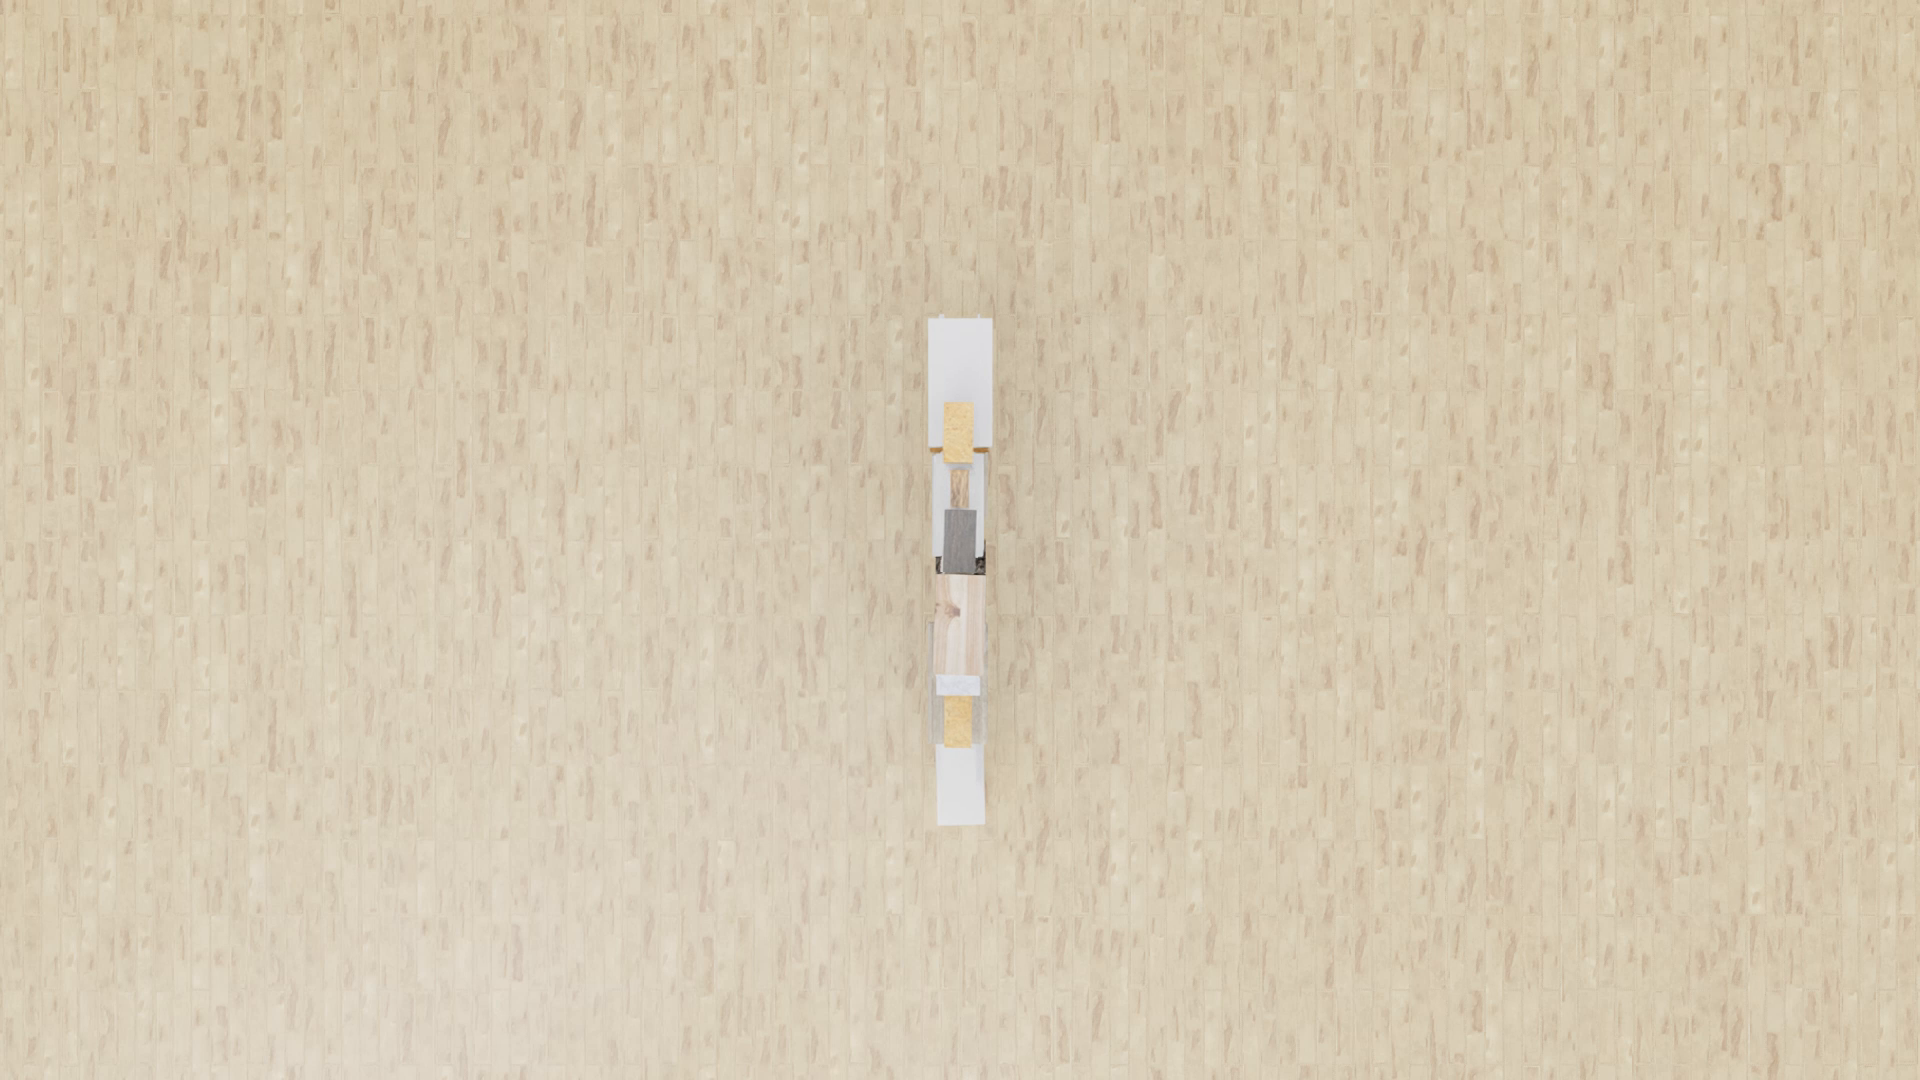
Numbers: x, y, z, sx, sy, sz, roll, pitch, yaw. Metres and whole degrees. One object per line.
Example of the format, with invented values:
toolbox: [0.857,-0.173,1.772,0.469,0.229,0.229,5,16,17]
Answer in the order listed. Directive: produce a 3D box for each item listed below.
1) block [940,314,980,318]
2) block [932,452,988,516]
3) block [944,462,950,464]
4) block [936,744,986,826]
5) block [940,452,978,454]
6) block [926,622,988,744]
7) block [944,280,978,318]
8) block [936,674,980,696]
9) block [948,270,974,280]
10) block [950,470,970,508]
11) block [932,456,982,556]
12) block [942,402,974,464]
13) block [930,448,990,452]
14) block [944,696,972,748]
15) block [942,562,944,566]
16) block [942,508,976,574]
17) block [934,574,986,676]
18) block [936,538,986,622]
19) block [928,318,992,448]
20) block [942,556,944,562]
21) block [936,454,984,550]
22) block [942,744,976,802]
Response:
block: [-0.001,-0.567,5.095,0.127,0.036,0.255,0,90,0]
block: [0.001,-0.249,5.128,0.174,0.049,0.347,0,90,0]
block: [-0.004,-0.206,4.103,0.072,0.277,0.020,-1,89,0]
block: [0.001,0.720,5.026,0.145,0.041,0.290,-1,90,0]
block: [-0.002,-0.320,4.856,0.116,0.033,0.231,1,90,0]
block: [-0.007,0.393,4.534,0.166,0.047,0.331,0,90,0]
block: [0.003,-0.665,4.865,0.099,0.028,0.198,0,90,0]
block: [-0.004,0.289,4.272,0.112,0.032,0.223,0,90,0]
block: [0.003,-0.783,5.321,0.084,0.024,0.167,0,90,0]
block: [-0.001,-0.128,4.140,0.047,0.013,0.094,0,90,0]
block: [-0.006,-0.093,4.542,0.139,0.039,0.277,0,90,0]
block: [-0.004,-0.257,3.954,0.072,0.020,0.144,1,90,0]
block: [-0.001,-0.400,4.496,0.160,0.045,0.320,0,90,0]
block: [-0.005,0.477,4.357,0.072,0.020,0.143,0,90,1]
block: [-0.002,0.057,4.216,0.080,0.269,0.023,2,90,0]
block: [0.000,0.004,4.070,0.080,0.023,0.159,2,90,0]
block: [-0.001,0.205,3.996,0.121,0.034,0.242,2,90,0]
block: [0.001,0.145,4.911,0.149,0.042,0.299,0,90,0]
block: [0.001,-0.392,4.131,0.160,0.045,0.320,0,90,0]
block: [-0.009,0.101,4.361,0.075,0.021,0.150,2,89,0]
block: [-0.001,-0.100,4.259,0.123,0.035,0.247,0,90,0]
block: [-0.003,0.662,4.794,0.099,0.028,0.198,0,90,0]
